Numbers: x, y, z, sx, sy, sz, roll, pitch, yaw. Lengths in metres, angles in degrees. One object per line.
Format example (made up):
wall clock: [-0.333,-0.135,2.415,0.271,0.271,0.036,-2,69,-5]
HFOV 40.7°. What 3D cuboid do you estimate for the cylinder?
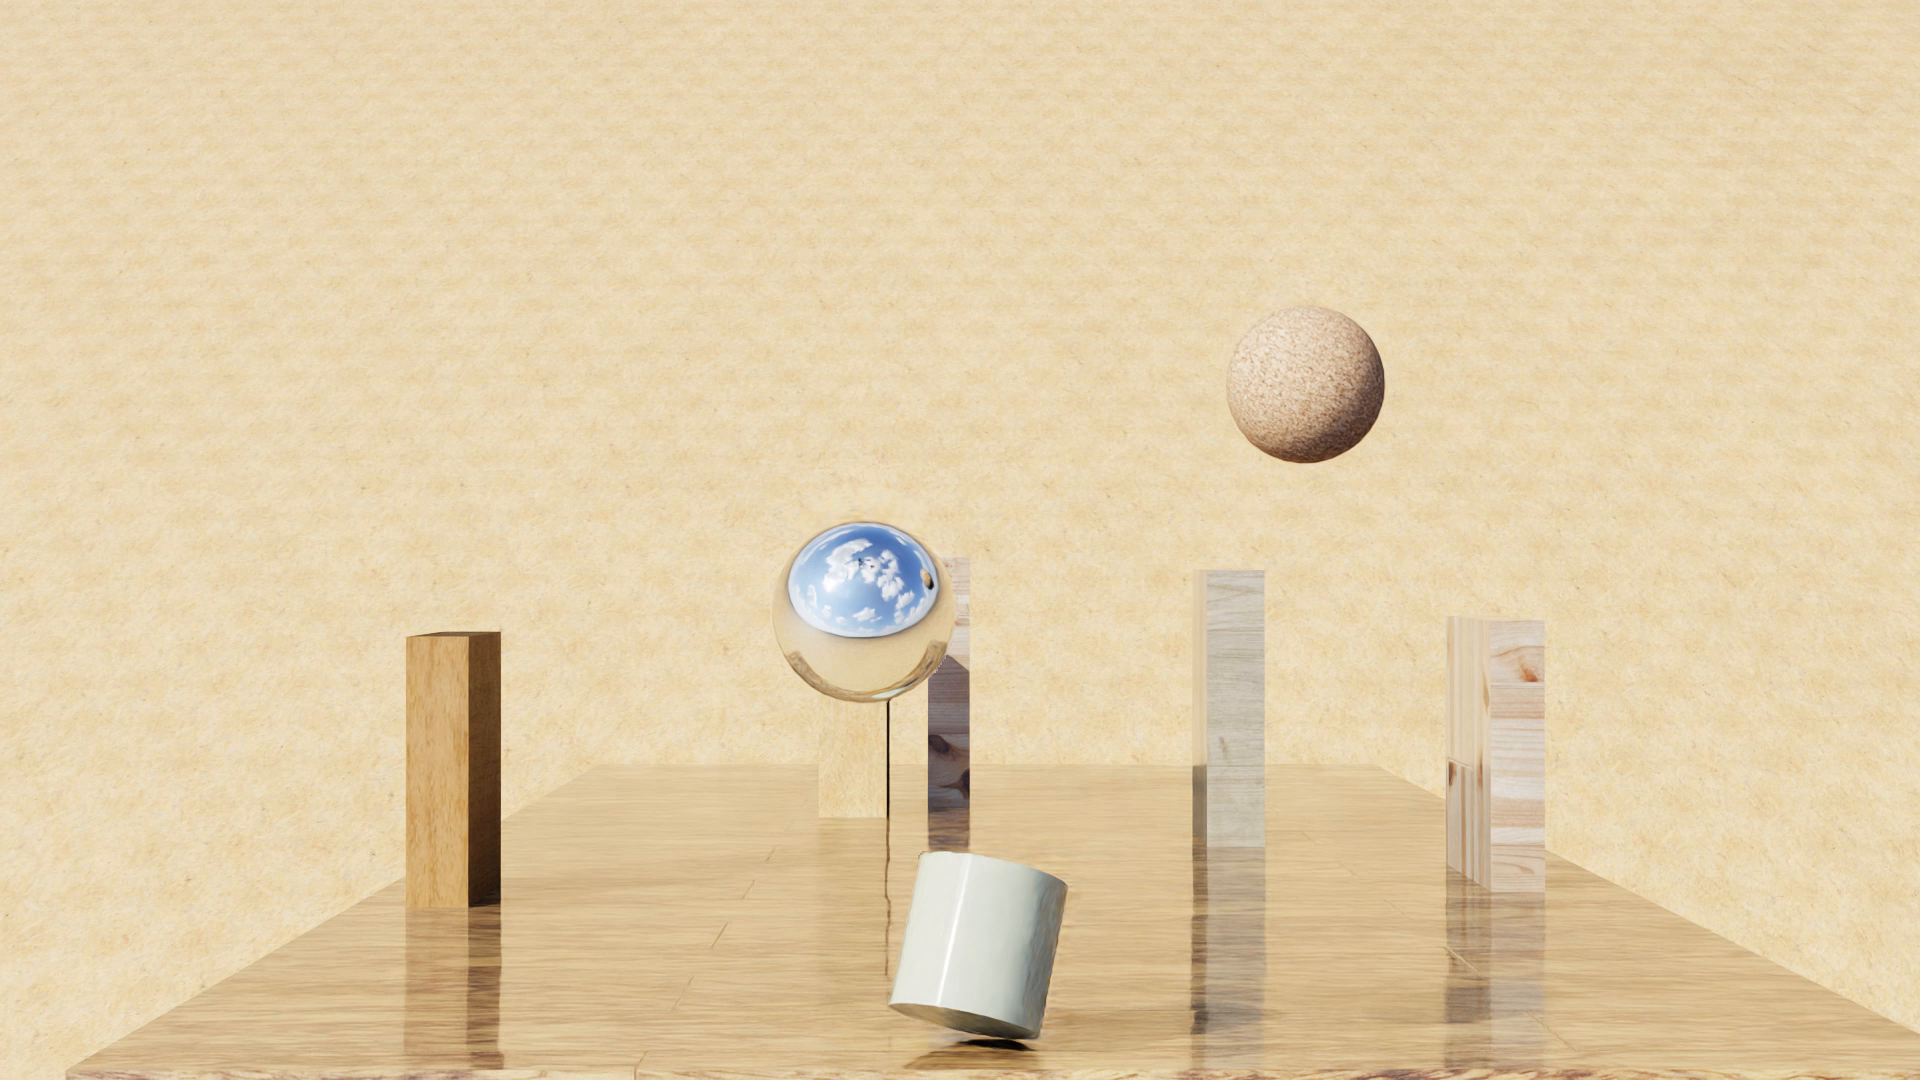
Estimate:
cylinder: [0.021,0.444,2.826,0.166,0.166,0.166,8,72,13]

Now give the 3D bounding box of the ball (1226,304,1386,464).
ball: [0.335,-0.151,2.512,0.154,0.154,0.154,0,31,0]

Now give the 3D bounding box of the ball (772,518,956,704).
ball: [-0.092,0.068,2.472,0.176,0.176,0.176,0,31,0]

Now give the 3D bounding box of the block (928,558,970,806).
block: [-0.024,0.305,5.682,0.090,0.534,0.274,0,0,0]

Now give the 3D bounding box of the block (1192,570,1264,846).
block: [0.508,0.312,4.923,0.107,0.510,0.299,0,0,0]

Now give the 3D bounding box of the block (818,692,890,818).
block: [-0.221,0.356,5.447,0.138,0.428,0.257,0,0,0]

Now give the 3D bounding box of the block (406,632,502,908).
block: [-0.797,0.355,4.087,0.095,0.412,0.283,0,0,0]

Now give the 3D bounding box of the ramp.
ramp: [0.069,0.615,4.691,2.000,0.100,4.000,0,0,0]

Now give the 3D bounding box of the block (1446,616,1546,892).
block: [0.890,0.346,4.321,0.087,0.432,0.380,0,0,0]
